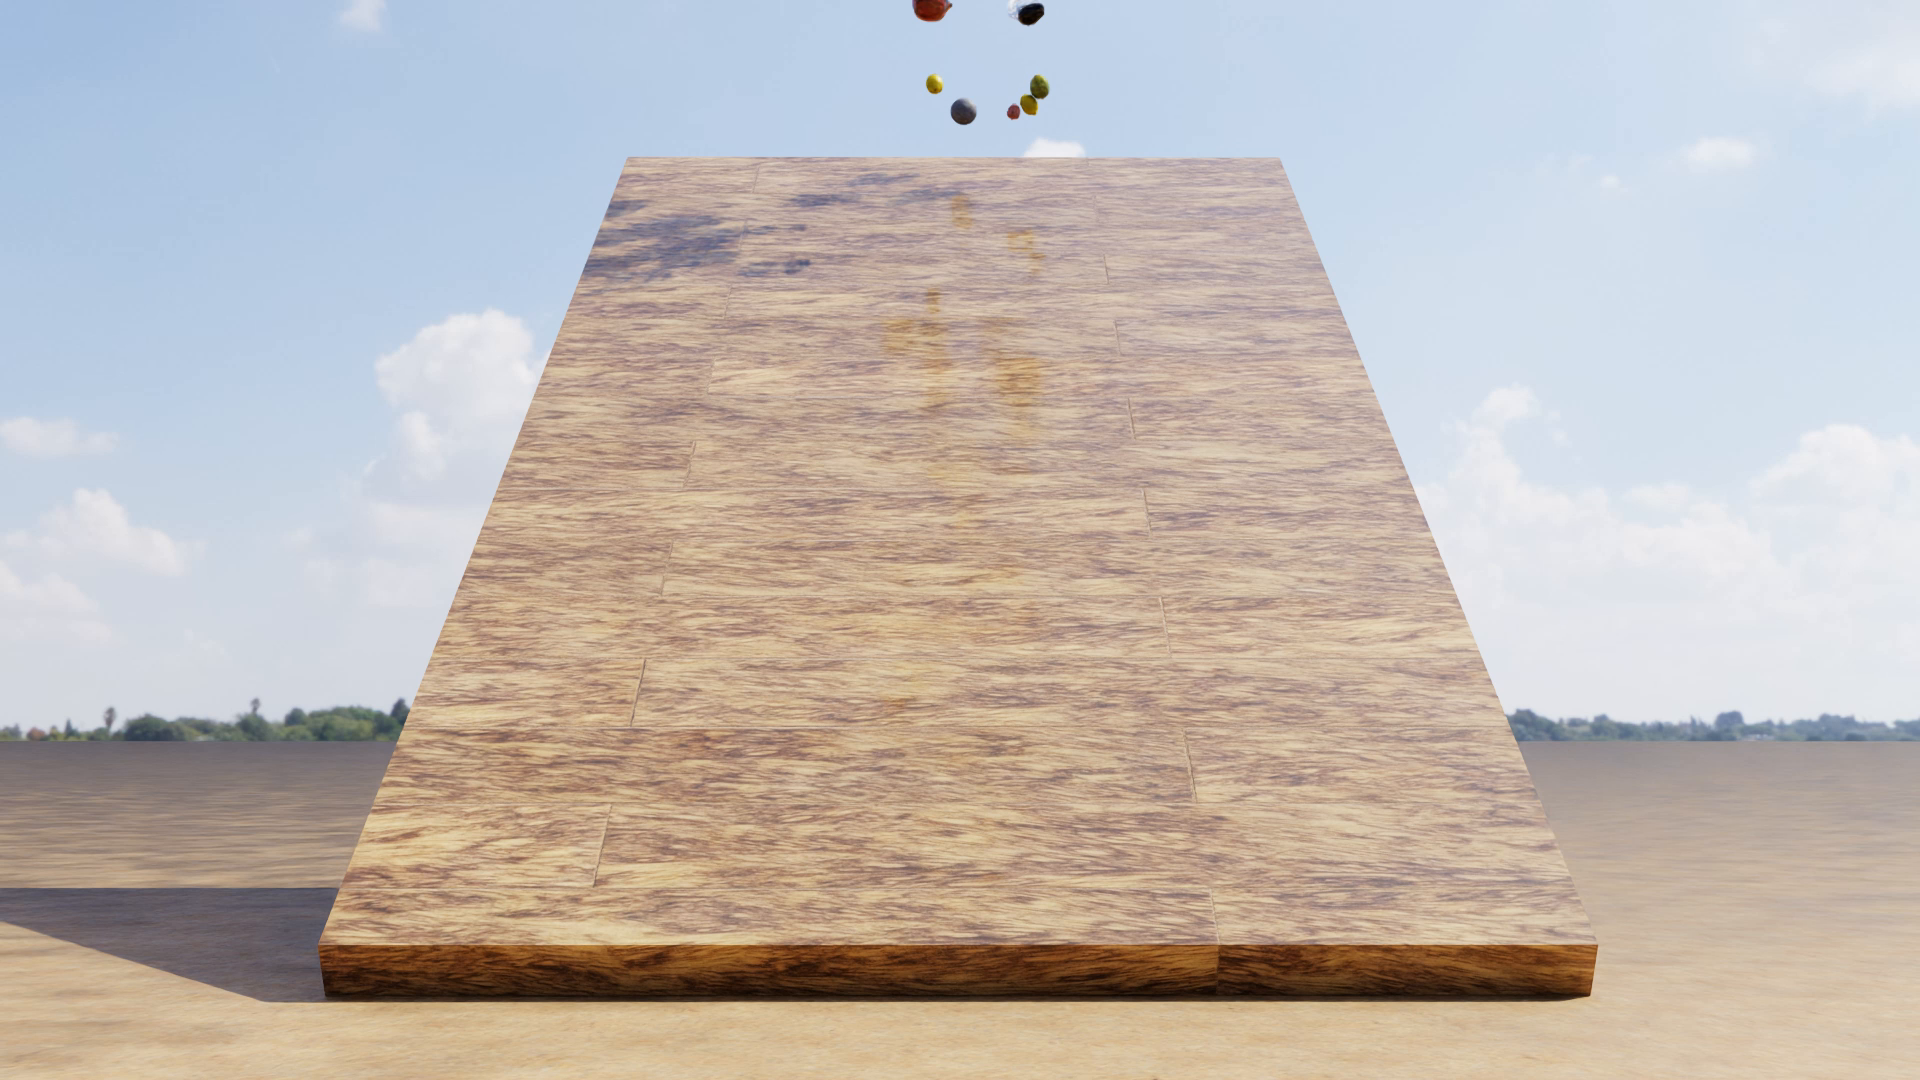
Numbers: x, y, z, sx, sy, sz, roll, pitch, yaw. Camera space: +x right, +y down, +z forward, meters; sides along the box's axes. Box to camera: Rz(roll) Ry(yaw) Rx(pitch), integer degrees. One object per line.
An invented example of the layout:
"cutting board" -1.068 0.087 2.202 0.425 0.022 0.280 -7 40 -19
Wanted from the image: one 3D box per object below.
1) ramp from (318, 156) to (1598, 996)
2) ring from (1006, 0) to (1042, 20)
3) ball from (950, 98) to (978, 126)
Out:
"ramp" -0.010 -0.227 5.506 2.000 0.100 4.000 0 27 0
"ring" 0.193 -1.617 7.196 0.111 0.111 0.037 -2 -48 18
"ball" 0.011 -1.298 7.177 0.081 0.081 0.081 0 -5 0
